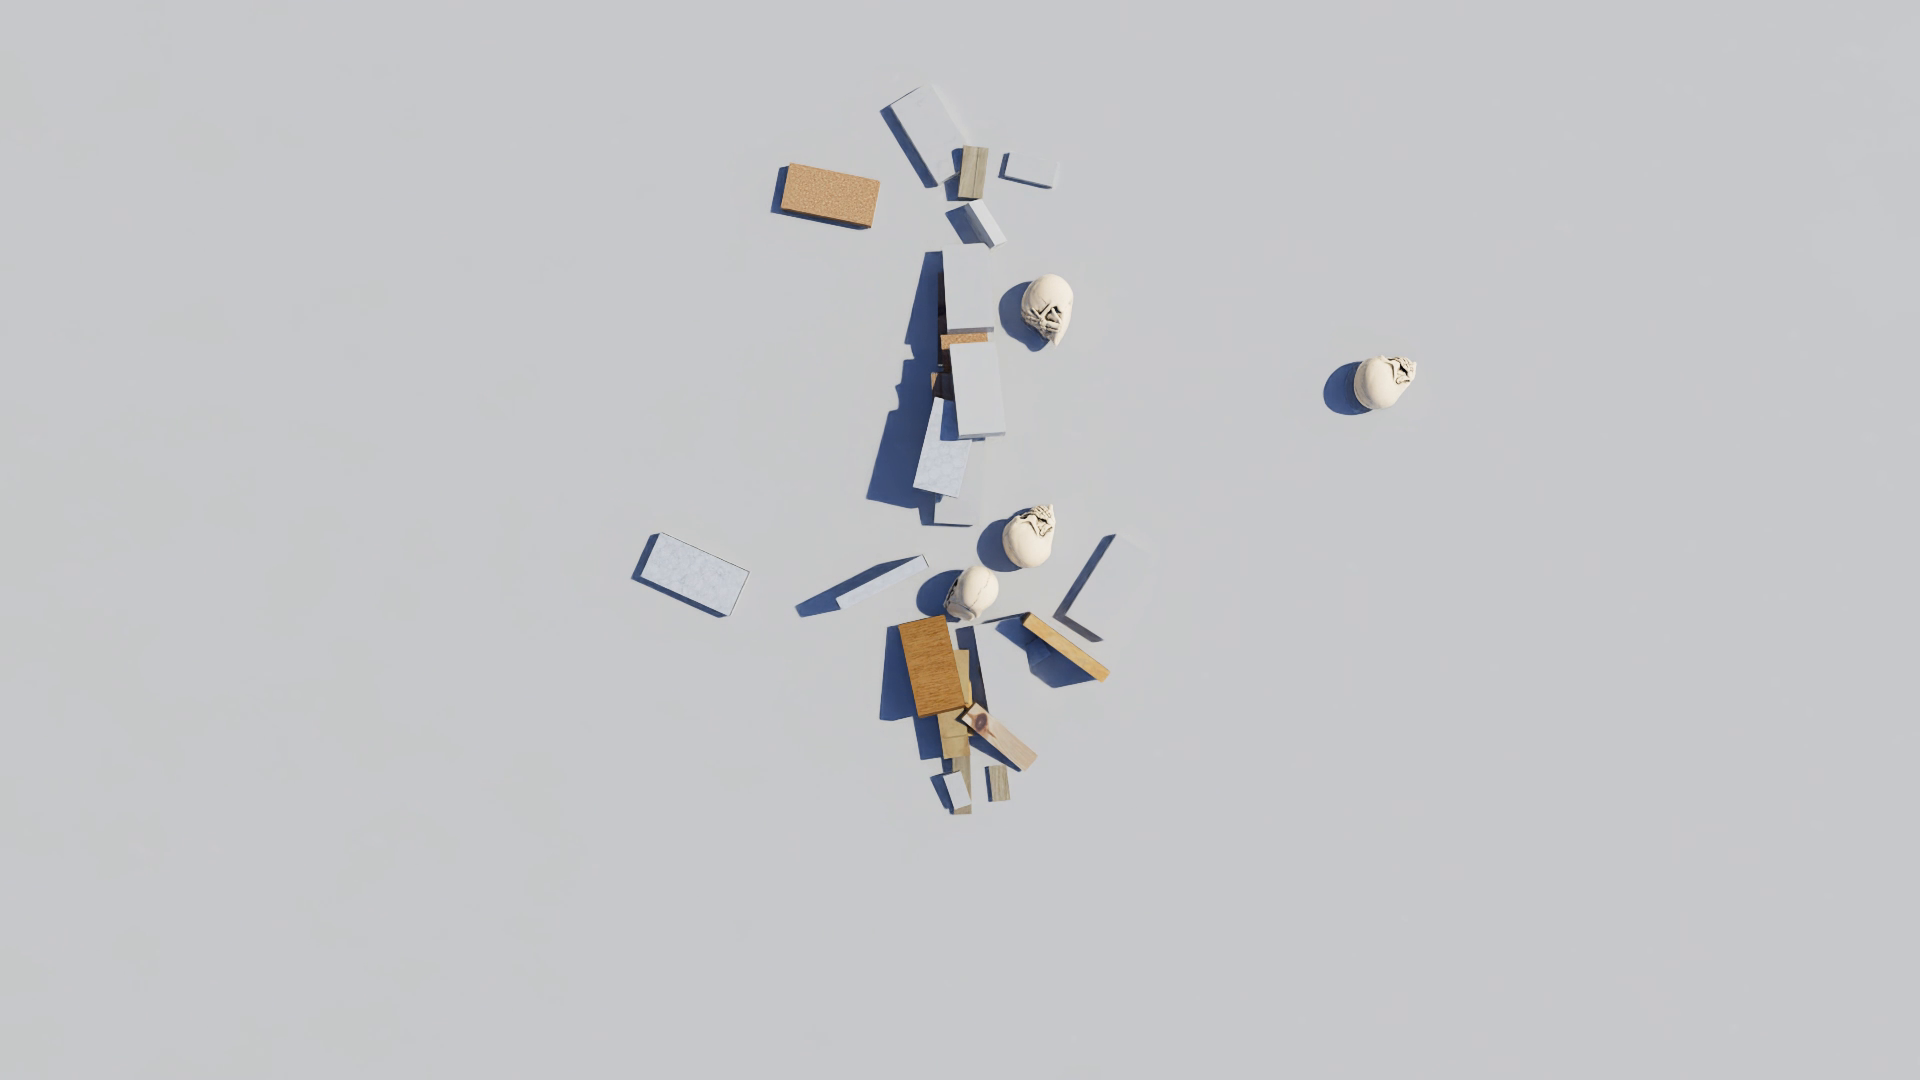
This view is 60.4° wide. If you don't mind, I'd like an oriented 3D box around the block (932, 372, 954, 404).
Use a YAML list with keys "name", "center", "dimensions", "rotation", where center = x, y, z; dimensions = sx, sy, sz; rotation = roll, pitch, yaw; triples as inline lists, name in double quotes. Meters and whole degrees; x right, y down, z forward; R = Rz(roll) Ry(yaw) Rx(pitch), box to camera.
- name: "block"
  center: [-0.012, -0.404, 5.428]
  dimensions: [0.150, 0.042, 0.300]
  rotation: [-3, 105, 0]

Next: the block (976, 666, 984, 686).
- name: "block"
  center: [0.111, 0.474, 5.490]
  dimensions: [0.070, 0.020, 0.140]
  rotation: [-20, 90, 0]

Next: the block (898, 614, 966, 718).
- name: "block"
  center: [-0.092, 0.416, 5.429]
  dimensions: [0.157, 0.044, 0.313]
  rotation: [-13, 72, 0]

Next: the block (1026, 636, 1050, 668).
- name: "block"
  center: [0.224, 0.389, 5.490]
  dimensions: [0.140, 0.020, 0.070]
  rotation: [-33, 90, 0]

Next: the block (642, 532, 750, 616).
- name: "block"
  center: [-0.878, 0.113, 5.477]
  dimensions: [0.320, 0.045, 0.160]
  rotation: [24, 90, 0]

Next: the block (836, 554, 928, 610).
- name: "block"
  center: [-0.253, 0.139, 5.422]
  dimensions: [0.313, 0.157, 0.044]
  rotation: [-27, 90, 0]

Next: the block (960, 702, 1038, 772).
- name: "block"
  center: [0.131, 0.650, 5.442]
  dimensions: [0.296, 0.020, 0.070]
  rotation: [42, 88, -19]

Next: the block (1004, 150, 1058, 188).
- name: "block"
  center: [0.238, -1.233, 5.488]
  dimensions: [0.166, 0.023, 0.083]
  rotation: [14, 90, 0]

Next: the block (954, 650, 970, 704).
- name: "block"
  center: [-0.015, 0.454, 5.462]
  dimensions: [0.089, 0.025, 0.177]
  rotation: [0, 79, 1]

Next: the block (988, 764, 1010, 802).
- name: "block"
  center: [0.132, 0.809, 5.492]
  dimensions: [0.059, 0.017, 0.118]
  rotation: [-7, 90, 0]

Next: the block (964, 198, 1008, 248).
- name: "block"
  center: [0.085, -1.047, 5.460]
  dimensions: [0.023, 0.083, 0.166]
  rotation: [-32, 90, 37]

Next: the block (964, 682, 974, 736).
- name: "block"
  center: [-0.003, 0.563, 5.467]
  dimensions: [0.089, 0.025, 0.177]
  rotation: [-3, 79, 0]

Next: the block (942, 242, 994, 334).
- name: "block"
  center: [0.026, -0.826, 5.415]
  dimensions: [0.152, 0.043, 0.304]
  rotation: [-3, 72, -1]

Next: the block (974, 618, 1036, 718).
- name: "block"
  center: [0.149, 0.424, 5.458]
  dimensions: [0.157, 0.044, 0.313]
  rotation: [-10, 90, 0]

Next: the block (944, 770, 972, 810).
- name: "block"
  center: [-0.008, 0.827, 5.464]
  dimensions: [0.059, 0.017, 0.118]
  rotation: [-18, 97, 2]

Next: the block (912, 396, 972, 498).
- name: "block"
  center: [-0.045, -0.299, 5.356]
  dimensions: [0.150, 0.042, 0.300]
  rotation: [14, 89, -2]

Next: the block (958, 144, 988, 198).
- name: "block"
  center: [0.042, -1.217, 5.455]
  dimensions: [0.083, 0.023, 0.166]
  rotation: [3, 108, -13]

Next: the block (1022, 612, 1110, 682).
- name: "block"
  center: [0.346, 0.351, 5.420]
  dimensions: [0.320, 0.160, 0.045]
  rotation: [36, 90, 0]

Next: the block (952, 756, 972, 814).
- name: "block"
  center: [0.007, 0.807, 5.478]
  dimensions: [0.059, 0.017, 0.210]
  rotation: [-2, 97, 0]

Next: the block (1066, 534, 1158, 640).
- name: "block"
  center: [0.502, 0.157, 5.477]
  dimensions: [0.160, 0.045, 0.319]
  rotation: [33, 90, 0]

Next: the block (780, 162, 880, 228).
- name: "block"
  center: [-0.429, -1.145, 5.479]
  dimensions: [0.303, 0.043, 0.152]
  rotation: [12, 90, 0]

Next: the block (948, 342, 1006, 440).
- name: "block"
  center: [0.055, -0.485, 5.332]
  dimensions: [0.152, 0.043, 0.308]
  rotation: [-5, 76, -6]

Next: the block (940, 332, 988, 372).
- name: "block"
  center: [0.023, -0.531, 5.445]
  dimensions: [0.152, 0.043, 0.304]
  rotation: [-4, 103, 0]

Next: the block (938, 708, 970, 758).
- name: "block"
  center: [-0.021, 0.624, 5.425]
  dimensions: [0.089, 0.025, 0.177]
  rotation: [-9, 92, 2]

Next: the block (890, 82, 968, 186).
- name: "block"
  center: [-0.087, -1.348, 5.479]
  dimensions: [0.152, 0.043, 0.303]
  rotation: [-31, 90, 0]

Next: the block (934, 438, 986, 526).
- name: "block"
  center: [-0.001, -0.203, 5.438]
  dimensions: [0.150, 0.042, 0.300]
  rotation: [3, 105, -2]

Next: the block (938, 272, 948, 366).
- name: "block"
  center: [0.002, -0.733, 5.478]
  dimensions: [0.152, 0.043, 0.304]
  rotation: [0, 90, 0]
